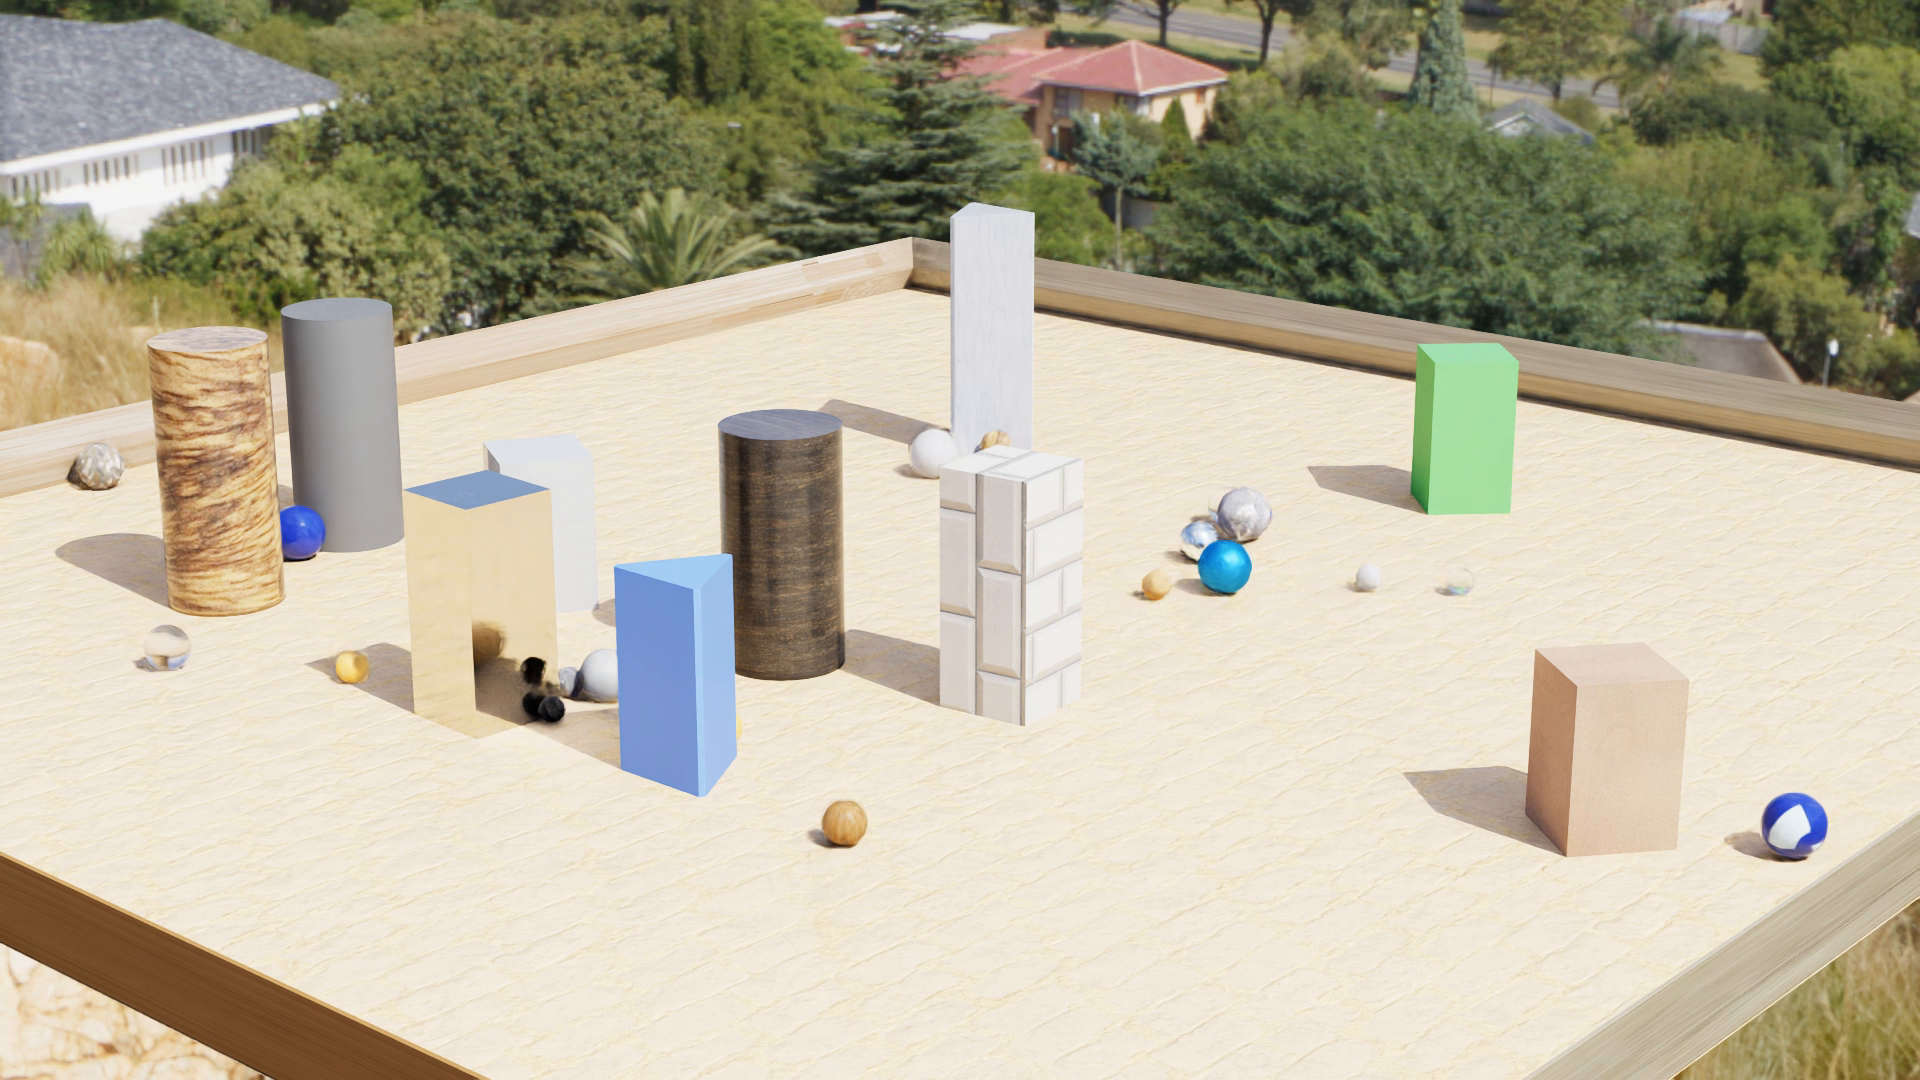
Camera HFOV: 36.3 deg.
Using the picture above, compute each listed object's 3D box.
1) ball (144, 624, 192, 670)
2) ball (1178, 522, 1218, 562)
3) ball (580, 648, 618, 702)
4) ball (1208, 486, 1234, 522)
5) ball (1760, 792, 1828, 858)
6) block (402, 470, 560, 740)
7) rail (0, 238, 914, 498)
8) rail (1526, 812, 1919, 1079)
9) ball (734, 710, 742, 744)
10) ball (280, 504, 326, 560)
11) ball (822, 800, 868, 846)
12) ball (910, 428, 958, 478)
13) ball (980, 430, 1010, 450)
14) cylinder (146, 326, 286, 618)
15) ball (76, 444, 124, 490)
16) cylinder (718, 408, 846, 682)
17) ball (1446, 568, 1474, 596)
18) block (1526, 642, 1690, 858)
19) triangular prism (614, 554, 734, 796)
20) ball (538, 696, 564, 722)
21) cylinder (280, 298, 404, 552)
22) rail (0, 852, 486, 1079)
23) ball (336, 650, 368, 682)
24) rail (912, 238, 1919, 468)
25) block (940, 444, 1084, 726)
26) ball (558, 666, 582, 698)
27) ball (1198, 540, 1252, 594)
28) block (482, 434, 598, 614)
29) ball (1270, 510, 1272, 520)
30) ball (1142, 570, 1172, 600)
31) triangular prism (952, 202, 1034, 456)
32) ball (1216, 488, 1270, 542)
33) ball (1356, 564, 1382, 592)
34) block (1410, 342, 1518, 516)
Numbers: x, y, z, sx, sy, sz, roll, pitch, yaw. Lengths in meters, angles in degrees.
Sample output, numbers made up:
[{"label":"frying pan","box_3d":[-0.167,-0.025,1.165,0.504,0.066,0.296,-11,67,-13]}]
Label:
[{"label":"ball","box_3d":[-1.284,0.174,4.749,0.074,0.074,0.074,0,17,0]},{"label":"ball","box_3d":[0.433,0.003,5.319,0.074,0.074,0.074,0,17,0]},{"label":"ball","box_3d":[-0.555,0.212,4.605,0.085,0.085,0.085,0,17,0]},{"label":"ball","box_3d":[0.505,-0.065,5.543,0.074,0.074,0.074,0,17,0]},{"label":"ball","box_3d":[1.140,0.389,4.007,0.090,0.090,0.090,0,17,0]},{"label":"block","box_3d":[-0.734,0.097,4.506,0.160,0.363,0.160,16,23,42]},{"label":"rail","box_3d":[-1.356,-0.307,6.247,0.045,0.130,3.806,14,22,39]},{"label":"rail","box_3d":[1.356,0.372,3.993,0.045,0.130,3.806,14,22,39]},{"label":"ball","box_3d":[-0.360,0.281,4.409,0.065,0.065,0.065,0,17,0]},{"label":"ball","box_3d":[-1.204,-0.014,5.329,0.100,0.100,0.100,0,17,0]},{"label":"ball","box_3d":[-0.159,0.391,4.049,0.063,0.063,0.063,0,17,0]},{"label":"ball","box_3d":[-0.052,-0.173,5.861,0.098,0.098,0.098,0,17,0]},{"label":"ball","box_3d":[0.073,-0.194,5.993,0.062,0.062,0.062,0,17,0]},{"label":"cylinder","box_3d":[-1.277,-0.119,5.045,0.200,0.464,0.200,0,17,0]},{"label":"ball","box_3d":[-1.696,-0.146,5.783,0.091,0.091,0.091,0,17,0]},{"label":"cylinder","box_3d":[-0.288,0.006,4.742,0.200,0.400,0.200,0,17,0]},{"label":"ball","box_3d":[0.876,0.073,5.129,0.049,0.049,0.049,0,17,0]},{"label":"block","box_3d":[0.895,0.289,4.066,0.160,0.248,0.160,-3,17,-10]},{"label":"triangular prism","box_3d":[-0.386,0.187,4.288,0.173,0.314,0.150,14,22,39]},{"label":"ball","box_3d":[-0.629,0.261,4.518,0.040,0.040,0.040,0,17,0]},{"label":"cylinder","box_3d":[-1.137,-0.213,5.410,0.200,0.435,0.200,0,17,0]},{"label":"rail","box_3d":[-1.232,0.442,3.761,3.638,0.130,0.045,14,22,39]},{"label":"ball","box_3d":[-0.973,0.202,4.694,0.053,0.053,0.053,0,17,0]},{"label":"rail","box_3d":[1.232,-0.377,6.479,3.638,0.130,0.045,14,22,39]},{"label":"block","box_3d":[0.079,0.069,4.553,0.160,0.389,0.160,11,20,33]},{"label":"ball","box_3d":[-0.617,0.224,4.629,0.048,0.048,0.048,0,17,0]},{"label":"ball","box_3d":[0.463,0.047,5.135,0.095,0.095,0.095,0,17,0]},{"label":"block","box_3d":[-0.725,-0.026,5.068,0.160,0.273,0.160,-6,18,-19]},{"label":"ball","box_3d":[0.562,-0.048,5.526,0.051,0.051,0.051,0,17,0]},{"label":"ball","box_3d":[0.342,0.078,5.106,0.052,0.052,0.052,0,17,0]},{"label":"triangular prism","box_3d":[0.046,-0.436,6.041,0.173,0.497,0.150,-5,17,-15]},{"label":"ball","box_3d":[0.527,-0.048,5.442,0.100,0.100,0.100,0,17,0]},{"label":"ball","box_3d":[0.719,0.067,5.154,0.047,0.047,0.047,0,17,0]},{"label":"block","box_3d":[0.971,-0.215,5.652,0.160,0.299,0.160,-1,17,-3]}]
